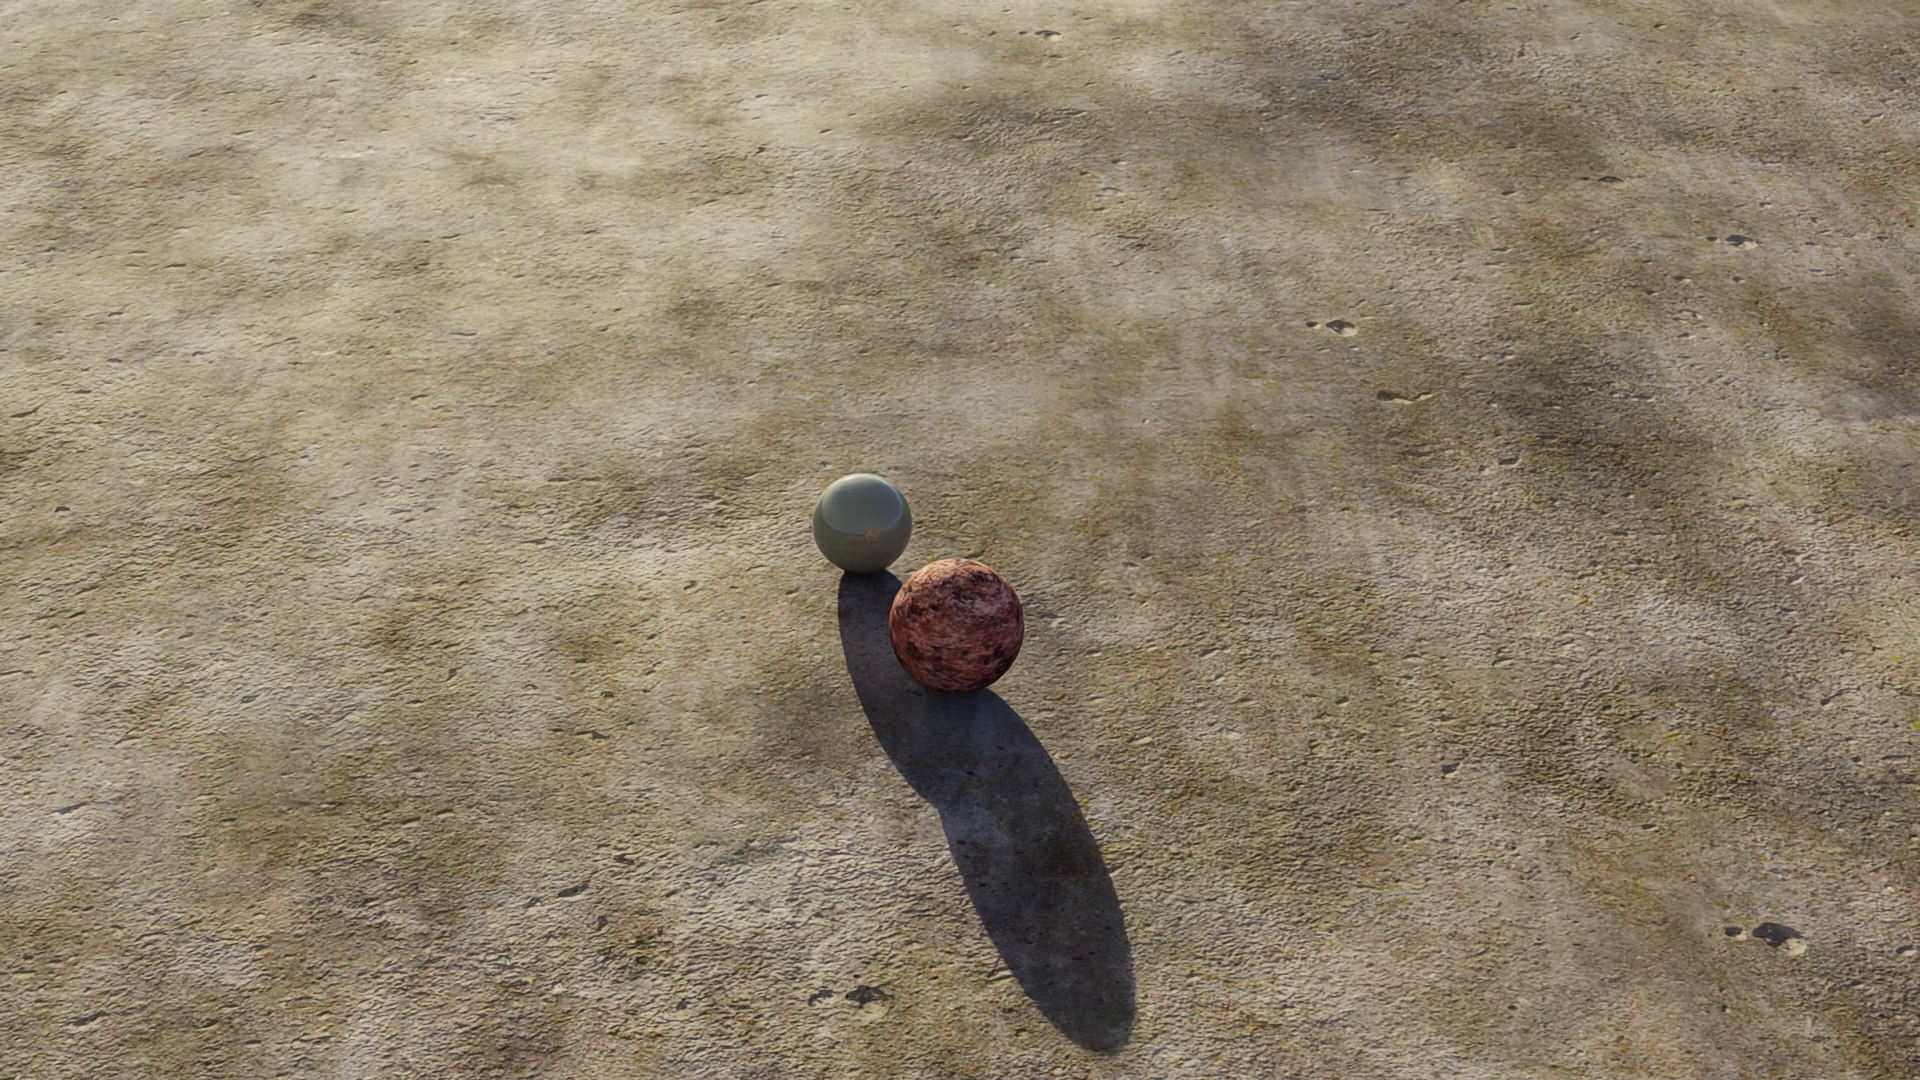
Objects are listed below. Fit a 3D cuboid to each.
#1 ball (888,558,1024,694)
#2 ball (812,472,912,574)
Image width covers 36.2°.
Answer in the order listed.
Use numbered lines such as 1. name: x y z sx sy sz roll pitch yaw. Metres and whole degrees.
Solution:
1. ball: -0.002 0.046 1.582 0.073 0.073 0.073 0 30 0
2. ball: -0.056 -0.010 1.694 0.058 0.058 0.058 0 30 0
